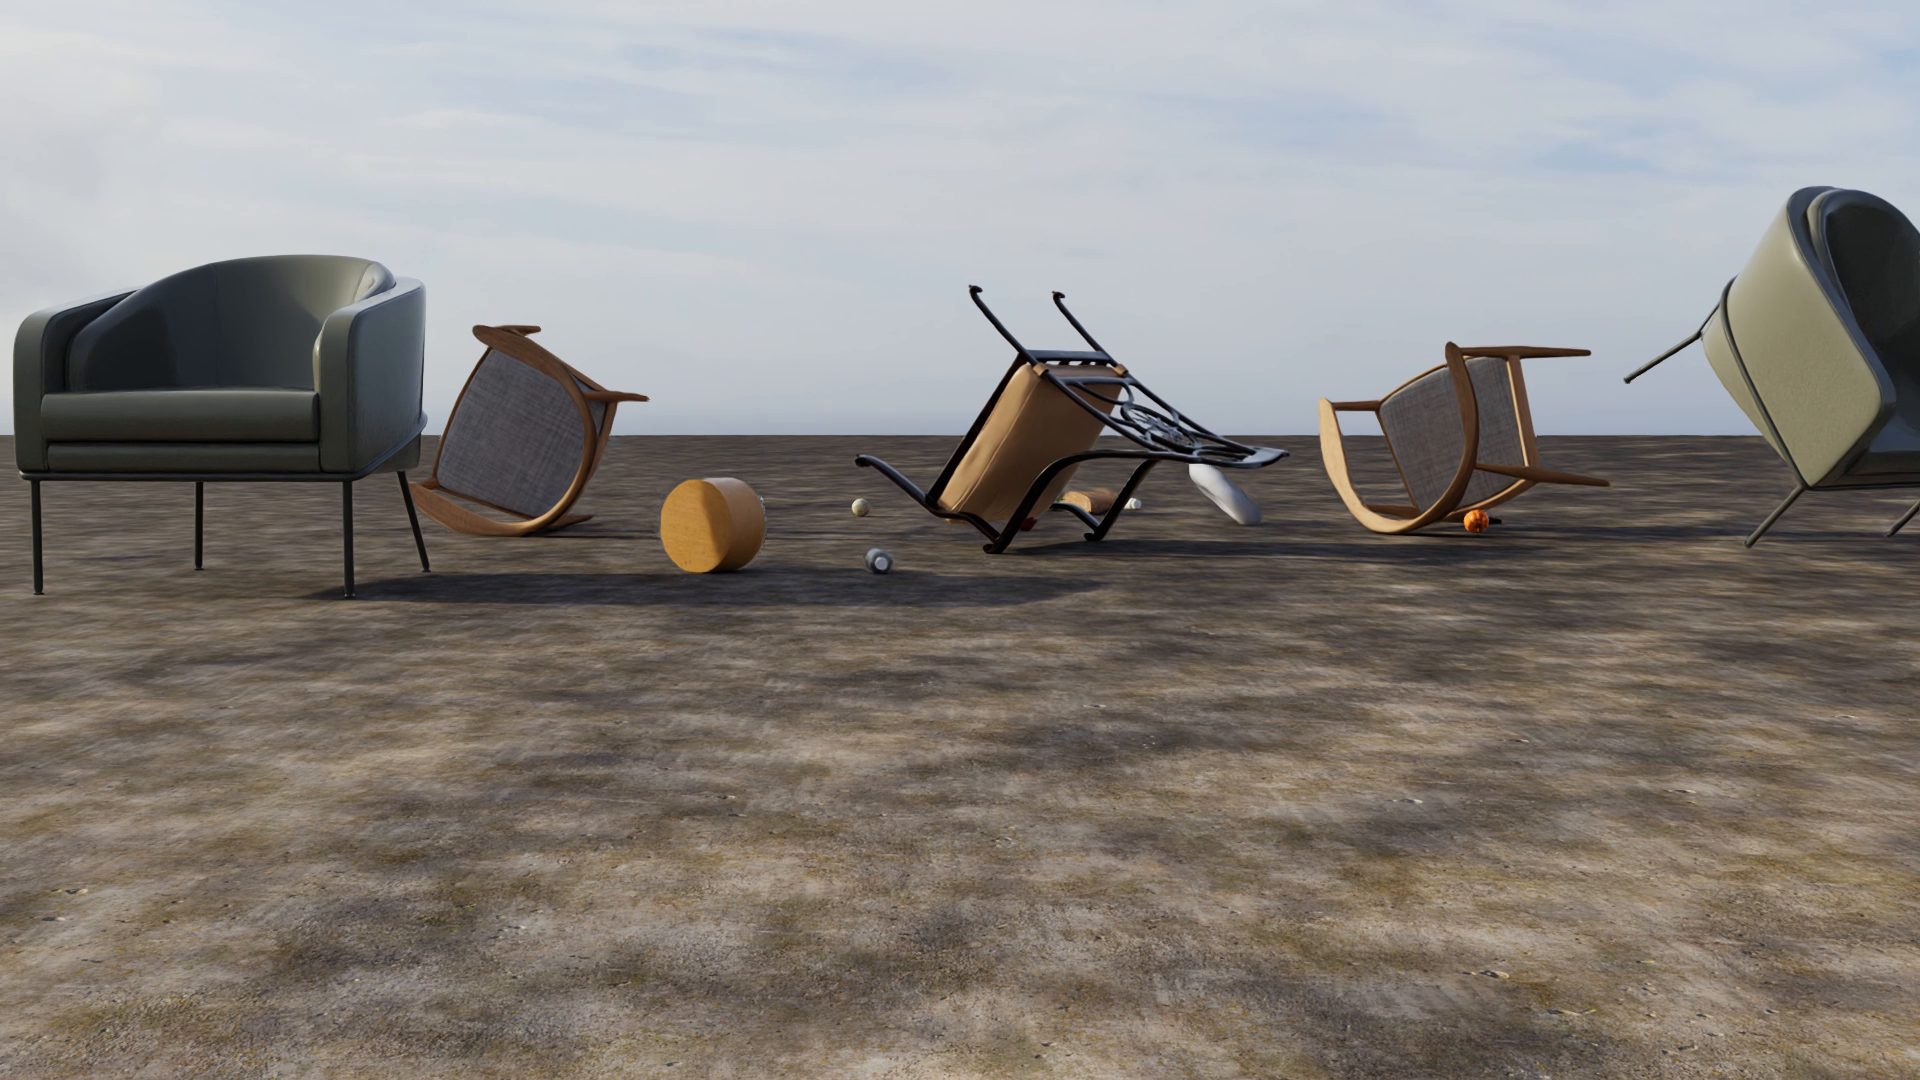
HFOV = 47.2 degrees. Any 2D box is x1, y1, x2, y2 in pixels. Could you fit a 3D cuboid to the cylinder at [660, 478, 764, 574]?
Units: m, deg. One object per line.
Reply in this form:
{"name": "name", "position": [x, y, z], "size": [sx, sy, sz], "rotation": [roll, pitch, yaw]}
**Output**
{"name": "cylinder", "position": [-0.610, -0.038, 5.417], "size": [0.221, 0.230, 0.133], "rotation": [14, 10, 29]}

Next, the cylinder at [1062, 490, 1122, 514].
{"name": "cylinder", "position": [0.477, -0.135, 7.909], "size": [0.163, 0.081, 0.142], "rotation": [-4, 14, -43]}

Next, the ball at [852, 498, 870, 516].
{"name": "ball", "position": [-0.349, -0.115, 7.756], "size": [0.063, 0.063, 0.063], "rotation": [0, 4, 0]}

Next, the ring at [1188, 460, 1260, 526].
{"name": "ring", "position": [0.875, -0.155, 7.280], "size": [0.322, 0.072, 0.234], "rotation": [43, -1, 36]}
